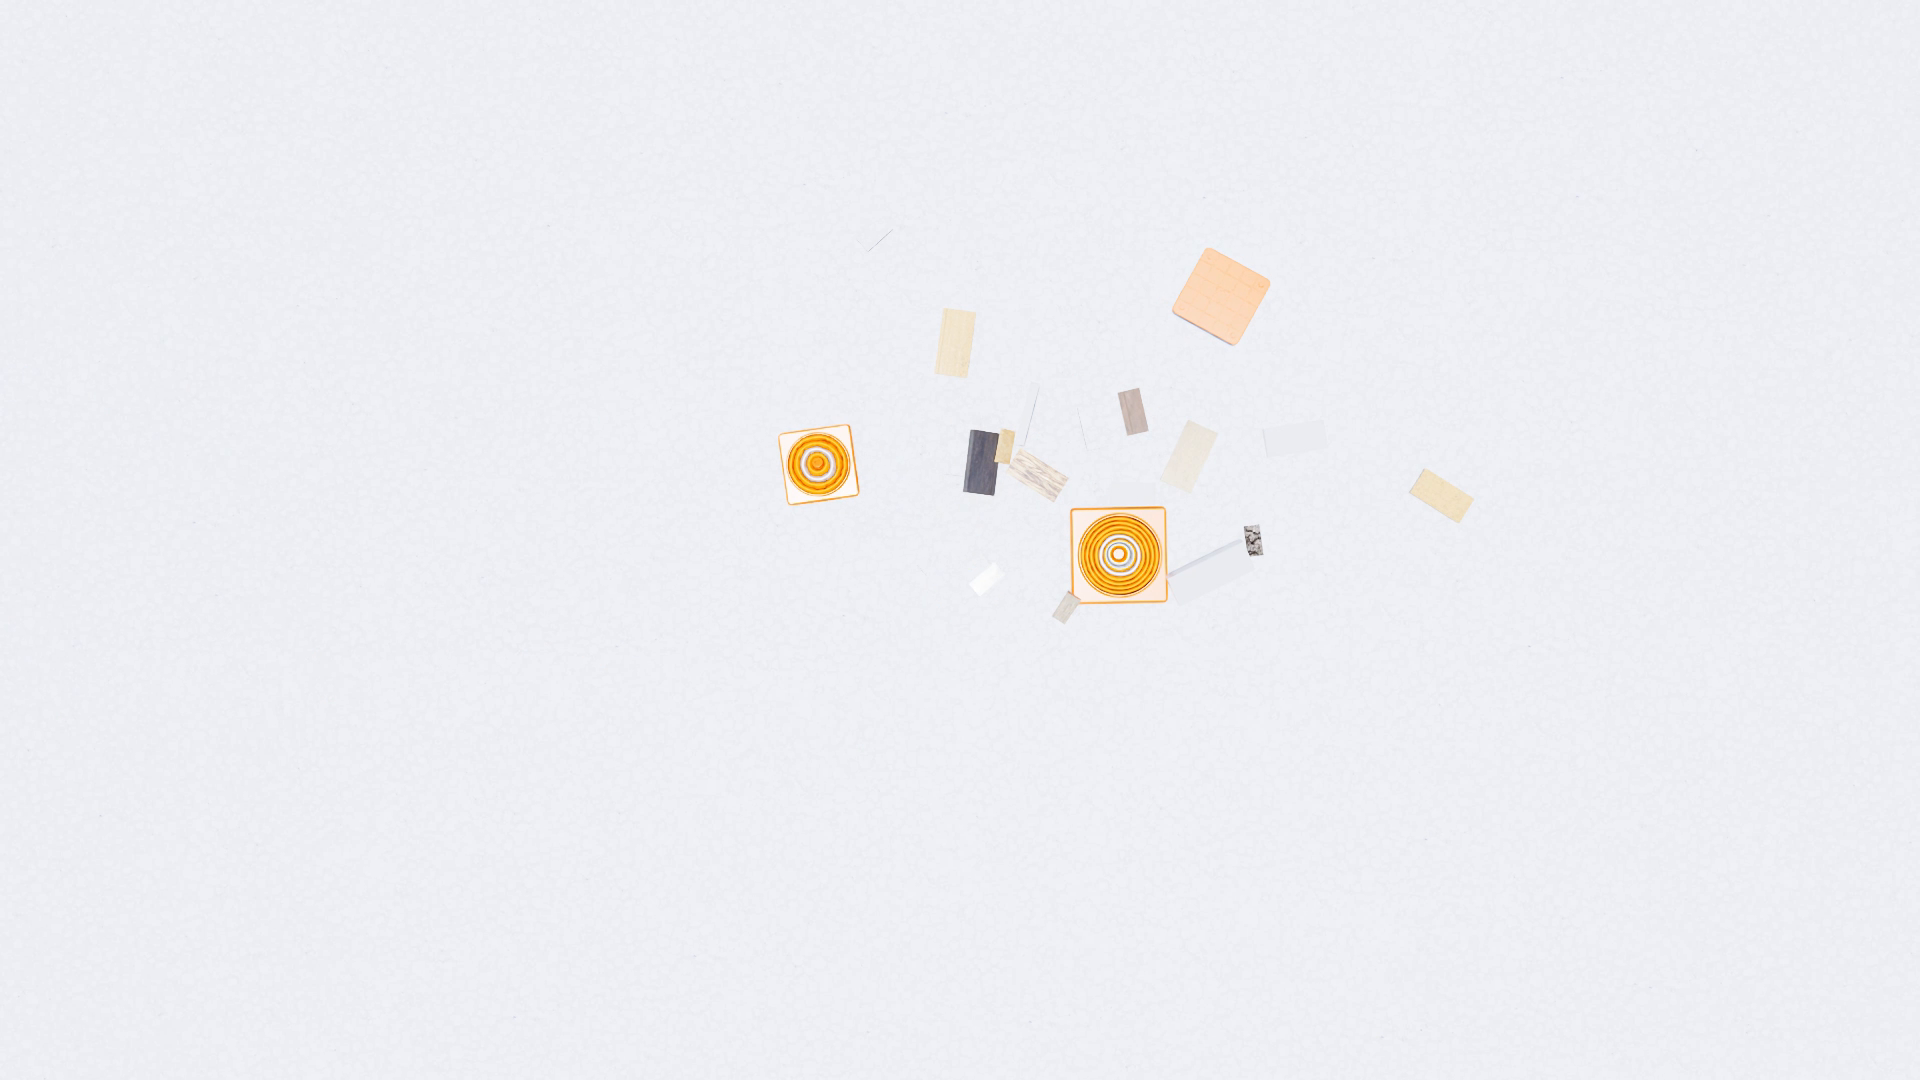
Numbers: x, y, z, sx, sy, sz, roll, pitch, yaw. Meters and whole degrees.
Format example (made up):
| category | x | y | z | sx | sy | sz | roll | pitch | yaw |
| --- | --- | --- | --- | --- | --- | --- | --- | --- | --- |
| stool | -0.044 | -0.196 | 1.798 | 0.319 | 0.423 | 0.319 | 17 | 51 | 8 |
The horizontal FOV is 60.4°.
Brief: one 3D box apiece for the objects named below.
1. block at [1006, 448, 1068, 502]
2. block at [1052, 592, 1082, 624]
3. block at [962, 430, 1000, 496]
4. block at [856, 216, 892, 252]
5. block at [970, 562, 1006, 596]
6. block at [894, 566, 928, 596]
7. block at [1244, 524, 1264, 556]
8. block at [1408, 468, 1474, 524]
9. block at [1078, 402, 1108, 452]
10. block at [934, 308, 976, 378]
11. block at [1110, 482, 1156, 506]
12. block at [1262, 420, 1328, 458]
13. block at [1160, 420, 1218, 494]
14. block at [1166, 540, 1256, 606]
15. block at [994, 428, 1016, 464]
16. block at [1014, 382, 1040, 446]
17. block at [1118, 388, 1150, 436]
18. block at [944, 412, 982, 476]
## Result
| category | x | y | z | sx | sy | sz | roll | pitch | yaw |
| --- | --- | --- | --- | --- | --- | --- | --- | --- | --- |
| block | 0.256 | -0.215 | 5.486 | 0.191 | 0.027 | 0.095 | 32 | 90 | 0 |
| block | 0.353 | 0.225 | 5.473 | 0.052 | 0.015 | 0.103 | 32 | 113 | 0 |
| block | 0.074 | -0.256 | 5.463 | 0.104 | 0.030 | 0.209 | 7 | 90 | -28 |
| block | -0.284 | -1.018 | 5.492 | 0.113 | 0.016 | 0.056 | -42 | 90 | 0 |
| block | 0.090 | 0.130 | 5.492 | 0.113 | 0.016 | 0.056 | -40 | 90 | 0 |
| block | -0.165 | 0.137 | 5.493 | 0.104 | 0.015 | 0.052 | -41 | 90 | 0 |
| block | 0.978 | 0.003 | 5.493 | 0.052 | 0.015 | 0.104 | -8 | 90 | 0 |
| block | 1.602 | -0.147 | 5.486 | 0.191 | 0.027 | 0.095 | 32 | 90 | 0 |
| block | 0.443 | -0.376 | 5.490 | 0.074 | 0.021 | 0.148 | -13 | 90 | 0 |
| block | -0.016 | -0.654 | 5.485 | 0.109 | 0.031 | 0.219 | 8 | 90 | 0 |
| block | 0.575 | -0.154 | 5.490 | 0.148 | 0.021 | 0.074 | 1 | 90 | 0 |
| block | 1.115 | -0.337 | 5.486 | 0.201 | 0.027 | 0.095 | -9 | 90 | 0 |
| block | 0.762 | -0.277 | 5.485 | 0.109 | 0.031 | 0.219 | 25 | 90 | 0 |
| block | 0.829 | 0.108 | 5.467 | 0.279 | 0.031 | 0.109 | -26 | 110 | 0 |
| block | 0.150 | -0.310 | 5.475 | 0.056 | 0.016 | 0.113 | 11 | 90 | -44 |
| block | 0.220 | -0.414 | 5.448 | 0.030 | 0.104 | 0.209 | 15 | 90 | 0 |
| block | 0.576 | -0.426 | 5.490 | 0.074 | 0.021 | 0.148 | -13 | 90 | 0 |
| block | 0.011 | -0.316 | 5.485 | 0.104 | 0.030 | 0.209 | 7 | 90 | 0 |
